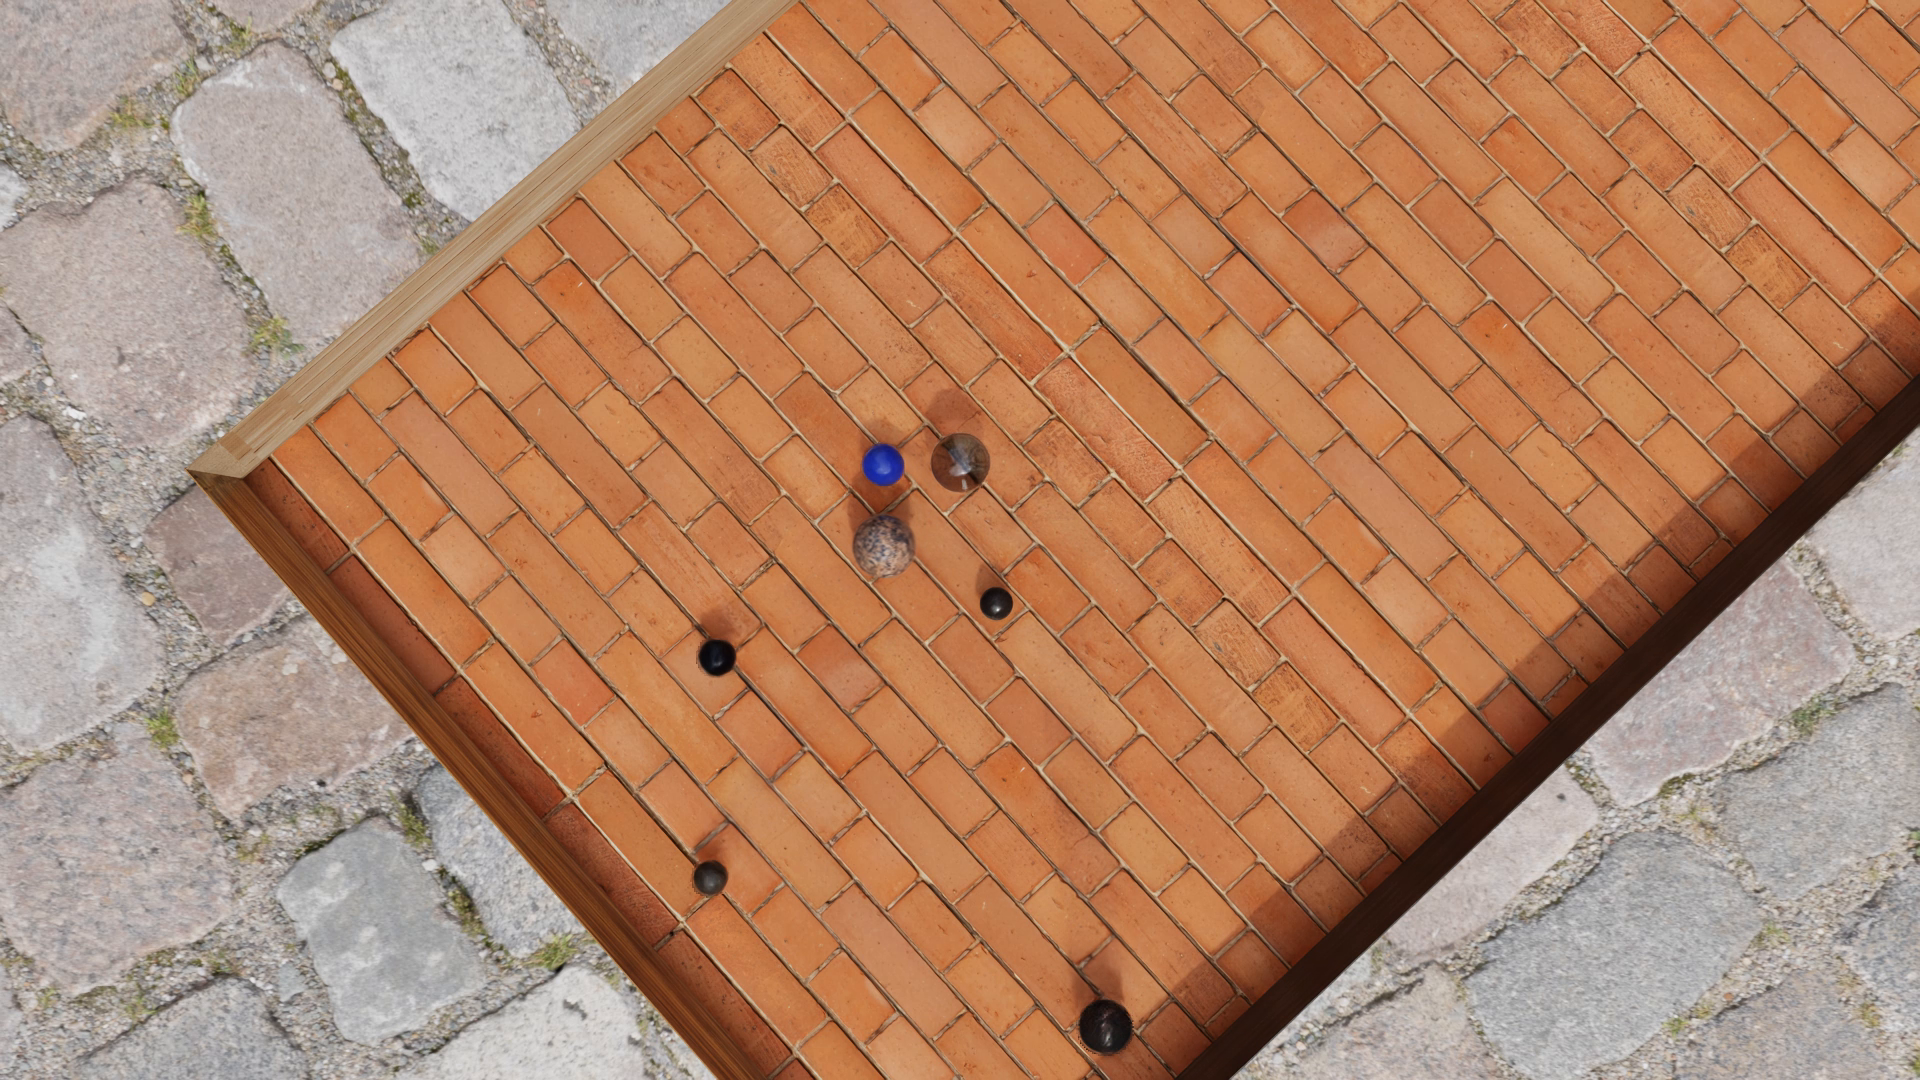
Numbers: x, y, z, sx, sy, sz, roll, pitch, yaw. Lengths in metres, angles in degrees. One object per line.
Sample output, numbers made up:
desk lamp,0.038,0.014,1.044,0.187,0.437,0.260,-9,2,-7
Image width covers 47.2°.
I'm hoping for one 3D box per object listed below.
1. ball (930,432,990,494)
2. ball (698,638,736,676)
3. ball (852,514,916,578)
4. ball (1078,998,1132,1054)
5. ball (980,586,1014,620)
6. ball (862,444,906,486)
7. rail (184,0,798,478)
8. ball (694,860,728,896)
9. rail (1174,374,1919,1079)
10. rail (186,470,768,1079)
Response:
ball,0.001,-0.115,3.278,0.090,0.090,0.090,0,81,0
ball,-0.358,0.173,3.252,0.056,0.056,0.056,0,81,0
ball,-0.112,0.010,3.256,0.095,0.095,0.095,0,81,0
ball,0.209,0.699,3.161,0.078,0.078,0.078,0,81,0
ball,0.054,0.095,3.266,0.050,0.050,0.050,0,81,0
ball,-0.114,-0.111,3.291,0.063,0.063,0.063,0,81,0
rail,0.030,-1.106,3.410,3.092,0.124,0.045,-42,84,-6
ball,-0.363,0.492,3.206,0.051,0.051,0.051,0,81,0
rail,1.113,0.068,3.232,3.092,0.124,0.045,-42,84,-6
rail,-0.554,0.495,3.168,0.045,0.124,1.655,-42,84,-6
